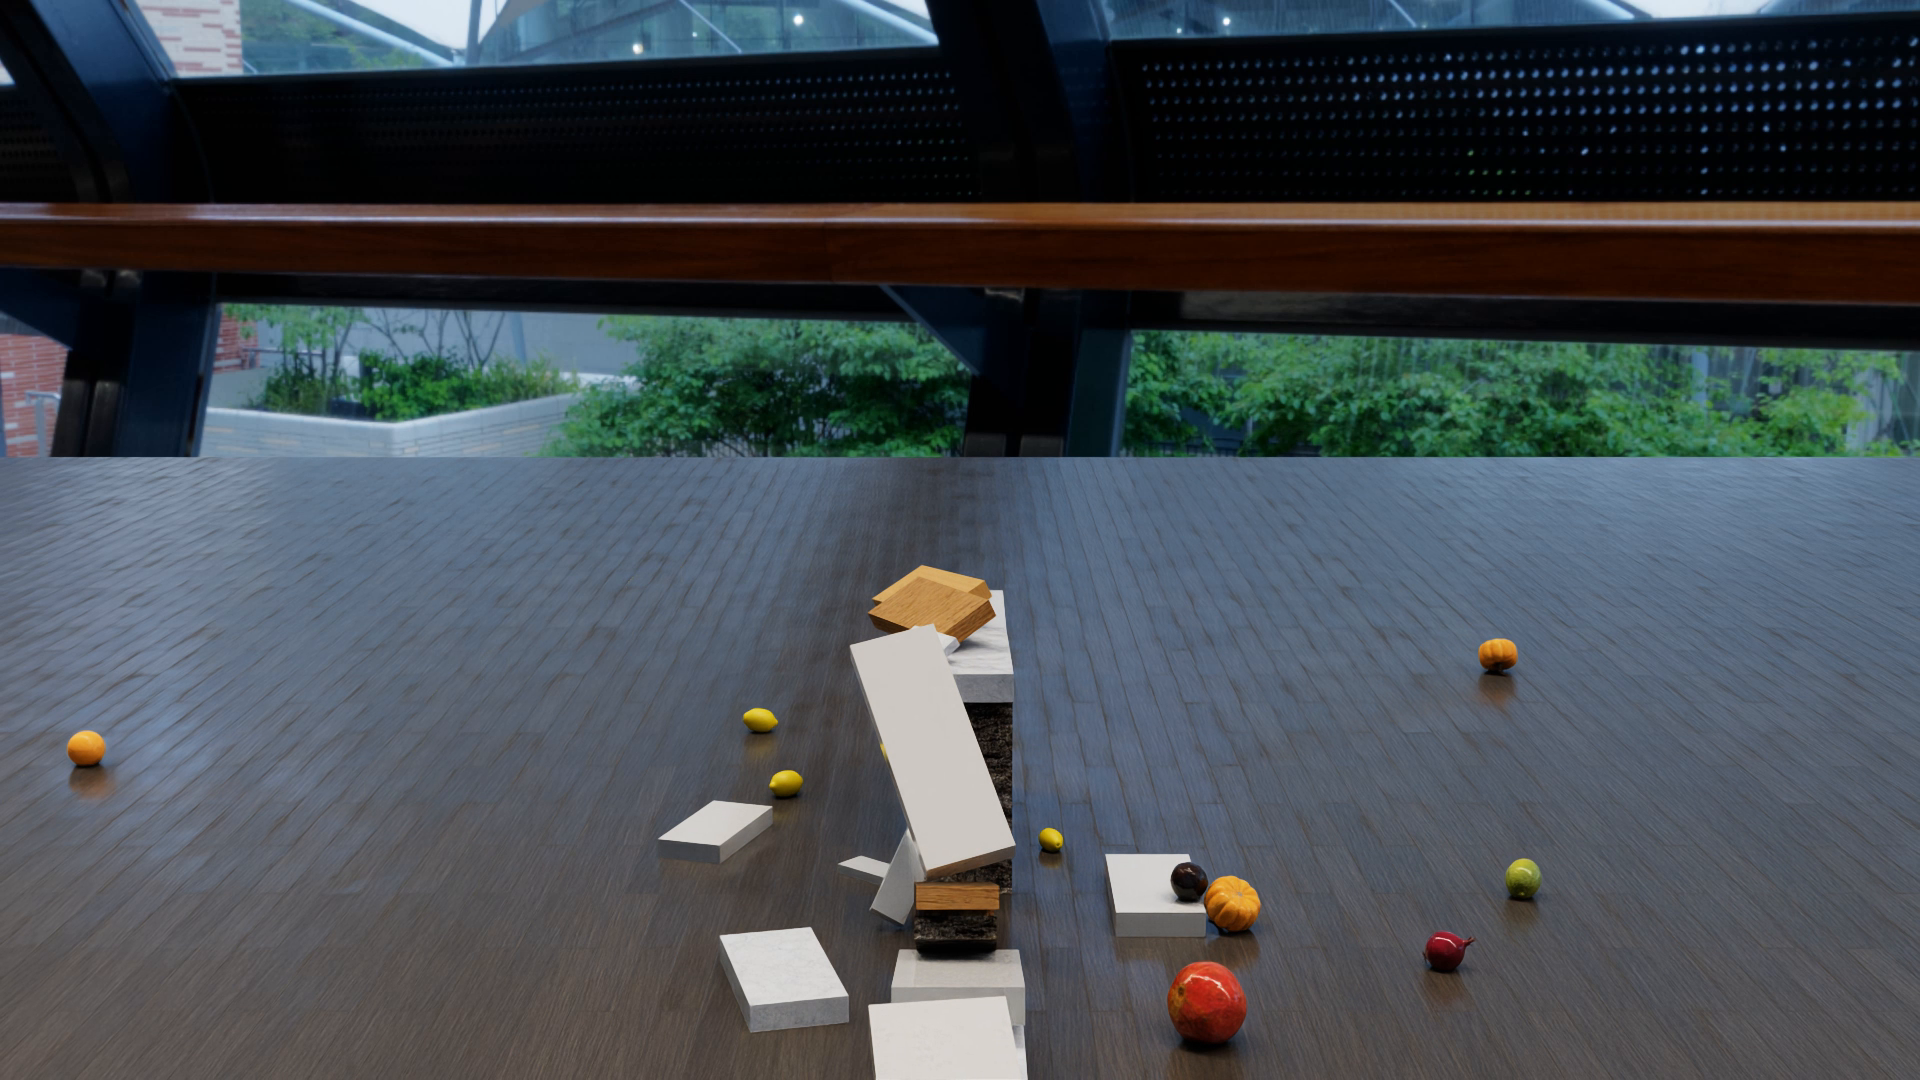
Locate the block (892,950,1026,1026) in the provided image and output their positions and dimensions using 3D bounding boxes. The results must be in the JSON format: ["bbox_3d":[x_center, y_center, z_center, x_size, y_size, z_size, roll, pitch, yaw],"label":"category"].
[{"bbox_3d":[-0.002,0.629,3.104,0.178,0.050,0.356,0,-3,0],"label":"block"}]

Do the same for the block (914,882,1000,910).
[{"bbox_3d":[-0.007,0.526,3.260,0.118,0.034,0.237,0,-7,-2],"label":"block"}]

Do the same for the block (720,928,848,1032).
[{"bbox_3d":[-0.263,0.647,3.253,0.142,0.040,0.283,-3,11,-14],"label":"block"}]

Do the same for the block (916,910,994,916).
[{"bbox_3d":[-0.006,0.582,3.424,0.118,0.034,0.237,0,-7,1],"label":"block"}]

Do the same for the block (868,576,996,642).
[{"bbox_3d":[-0.051,0.129,3.811,0.118,0.033,0.236,-36,25,-22],"label":"block"}]

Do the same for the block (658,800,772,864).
[{"bbox_3d":[-0.436,0.522,3.943,0.118,0.033,0.236,3,11,18],"label":"block"}]

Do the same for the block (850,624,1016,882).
[{"bbox_3d":[-0.047,0.328,3.462,0.142,0.040,0.420,-14,56,-10],"label":"block"}]

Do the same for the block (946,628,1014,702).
[{"bbox_3d":[0.000,0.210,3.735,0.169,0.048,0.337,0,10,-1],"label":"block"}]

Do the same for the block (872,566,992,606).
[{"bbox_3d":[-0.052,0.104,3.970,0.118,0.033,0.236,-34,21,-22],"label":"block"}]

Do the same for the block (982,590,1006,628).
[{"bbox_3d":[-0.001,0.151,4.069,0.167,0.047,0.335,0,11,0],"label":"block"}]

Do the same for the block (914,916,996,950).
[{"bbox_3d":[-0.005,0.592,3.276,0.118,0.034,0.237,0,-17,0],"label":"block"}]

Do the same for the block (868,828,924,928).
[{"bbox_3d":[-0.076,0.516,3.565,0.058,0.230,0.016,29,-34,-5],"label":"block"}]

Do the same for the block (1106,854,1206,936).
[{"bbox_3d":[0.318,0.581,3.609,0.142,0.040,0.283,0,11,0],"label":"block"}]

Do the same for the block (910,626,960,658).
[{"bbox_3d":[-0.057,0.177,3.663,0.058,0.016,0.115,-42,31,-24],"label":"block"}]

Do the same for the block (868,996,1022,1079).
[{"bbox_3d":[-0.011,0.696,2.695,0.178,0.050,0.356,-3,26,-5],"label":"block"}]

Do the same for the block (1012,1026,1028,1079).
[{"bbox_3d":[-0.002,0.709,2.889,0.178,0.050,0.356,0,11,0],"label":"block"}]

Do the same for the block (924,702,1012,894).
[{"bbox_3d":[0.002,0.420,3.658,0.169,0.338,0.048,0,10,0],"label":"block"}]

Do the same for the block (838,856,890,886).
[{"bbox_3d":[-0.147,0.566,3.754,0.115,0.016,0.058,9,14,40],"label":"block"}]
